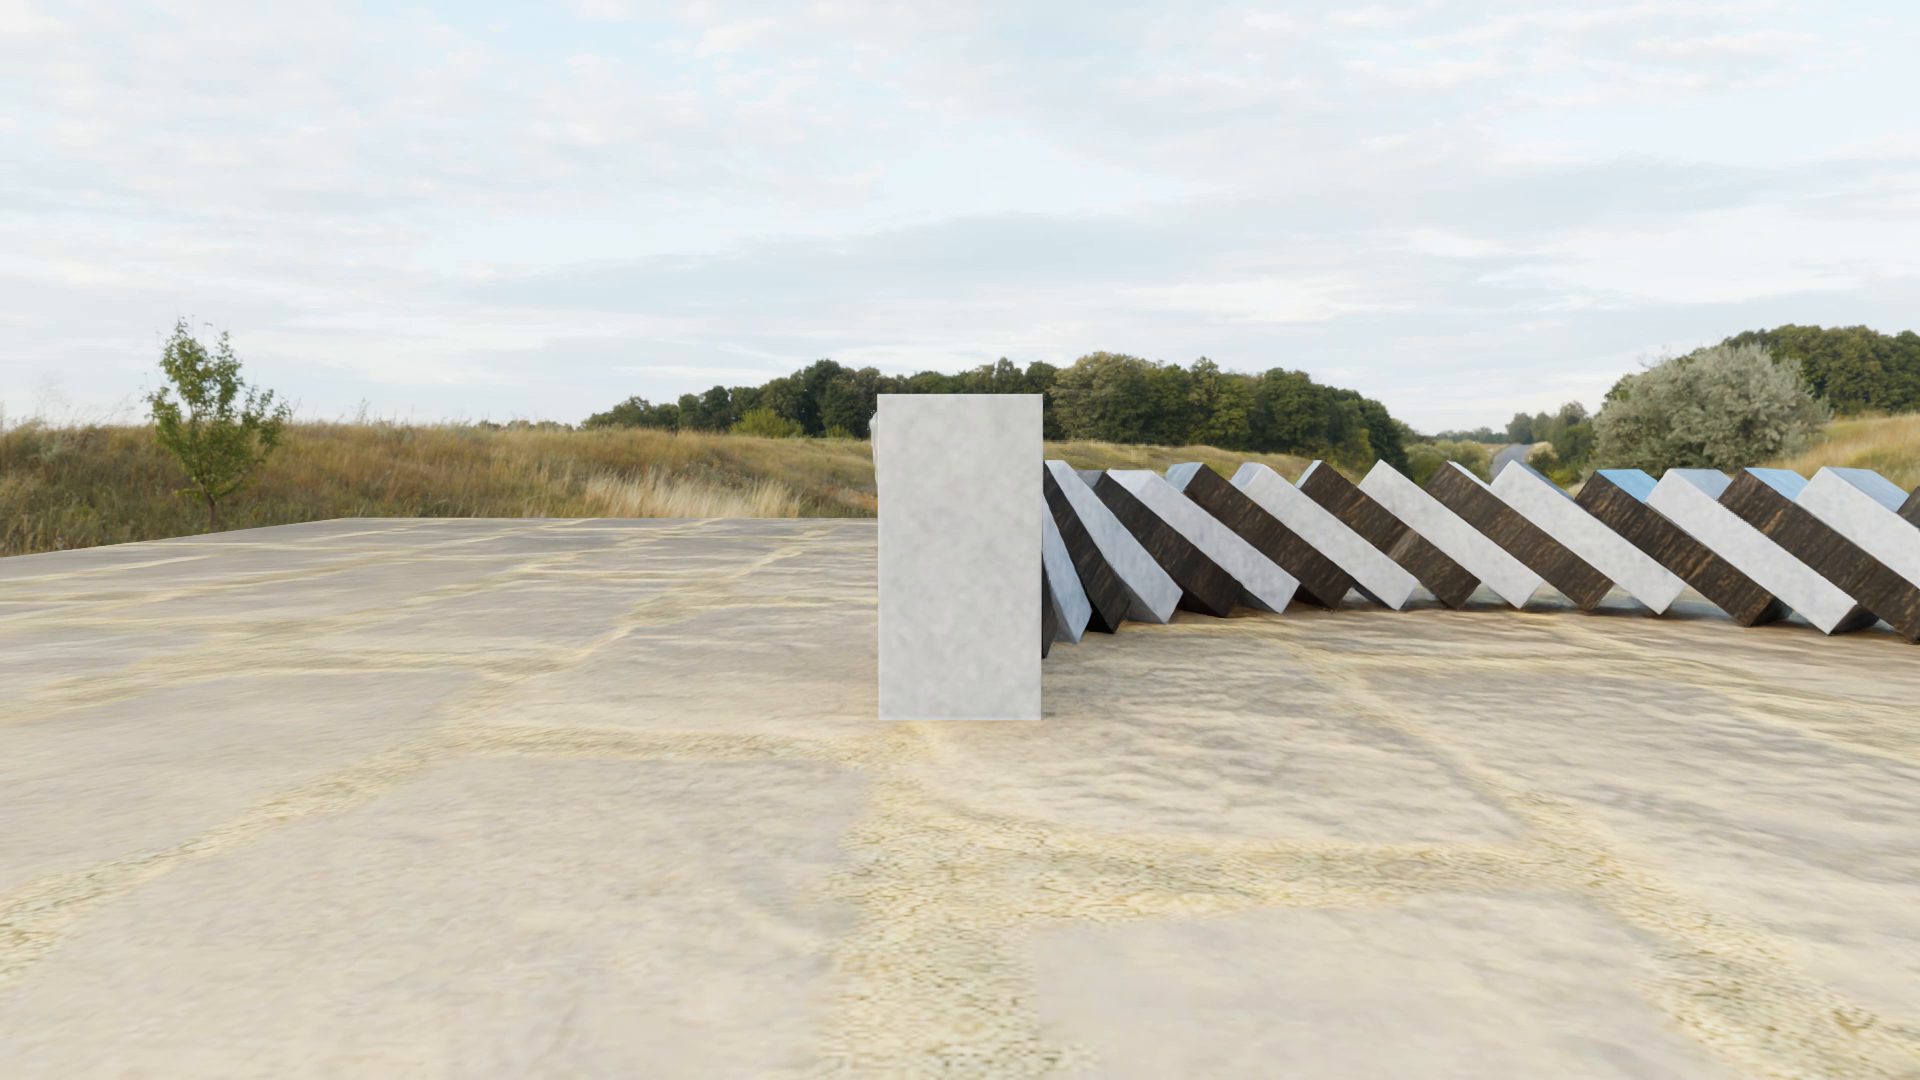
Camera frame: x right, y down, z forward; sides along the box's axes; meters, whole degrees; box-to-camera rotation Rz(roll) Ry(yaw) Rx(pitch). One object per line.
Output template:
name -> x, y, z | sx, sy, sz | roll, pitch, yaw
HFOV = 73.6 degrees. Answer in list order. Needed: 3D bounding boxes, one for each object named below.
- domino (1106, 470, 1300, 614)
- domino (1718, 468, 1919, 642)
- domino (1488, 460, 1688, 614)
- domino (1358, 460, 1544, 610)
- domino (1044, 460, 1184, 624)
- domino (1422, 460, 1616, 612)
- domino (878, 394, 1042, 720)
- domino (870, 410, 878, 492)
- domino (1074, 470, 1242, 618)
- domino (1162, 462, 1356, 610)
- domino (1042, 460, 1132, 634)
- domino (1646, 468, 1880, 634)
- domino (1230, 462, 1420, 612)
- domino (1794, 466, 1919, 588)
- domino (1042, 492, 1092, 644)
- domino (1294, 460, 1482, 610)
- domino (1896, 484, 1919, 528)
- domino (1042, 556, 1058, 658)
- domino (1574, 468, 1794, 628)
domino -> 0.059, 0.000, 0.325 | 0.050, 0.010, 0.025 | 35, -7, -17
domino -> 0.202, 0.002, 0.292 | 0.025, 0.009, 0.050 | -1, 39, -35
domino -> 0.161, -0.001, 0.329 | 0.050, 0.009, 0.025 | 43, 21, 24
domino -> 0.129, -0.002, 0.339 | 0.050, 0.009, 0.025 | 40, 13, 13
domino -> 0.028, 0.001, 0.299 | 0.025, 0.010, 0.050 | 5, -32, 51
domino -> 0.146, -0.002, 0.335 | 0.050, 0.009, 0.025 | 41, 19, 20
domino -> 0.000, 0.002, 0.201 | 0.025, 0.050, 0.010 | 0, 4, 0
domino -> -0.001, 0.000, 0.232 | 0.025, 0.050, 0.010 | 1, 27, 11
domino -> 0.043, 0.001, 0.315 | 0.050, 0.010, 0.025 | 36, -12, -24
domino -> 0.076, -0.001, 0.333 | 0.050, 0.009, 0.025 | 36, -3, -8
domino -> 0.016, 0.000, 0.283 | 0.025, 0.010, 0.050 | 4, -39, 41
domino -> 0.192, 0.001, 0.305 | 0.025, 0.010, 0.050 | -2, 39, -35
domino -> 0.094, -0.001, 0.337 | 0.050, 0.010, 0.025 | 37, 4, -2
domino -> 0.212, 0.003, 0.279 | 0.025, 0.010, 0.050 | 1, 38, -33
domino -> 0.008, 0.001, 0.267 | 0.025, 0.050, 0.010 | 3, 46, 32
domino -> 0.112, -0.002, 0.340 | 0.050, 0.009, 0.025 | 39, 10, 6
domino -> 0.223, 0.005, 0.262 | 0.025, 0.009, 0.050 | -2, 38, -28
domino -> 0.002, 0.000, 0.249 | 0.025, 0.050, 0.009 | 2, 36, 22
domino -> 0.181, 0.001, 0.318 | 0.025, 0.010, 0.050 | -3, 40, -39
